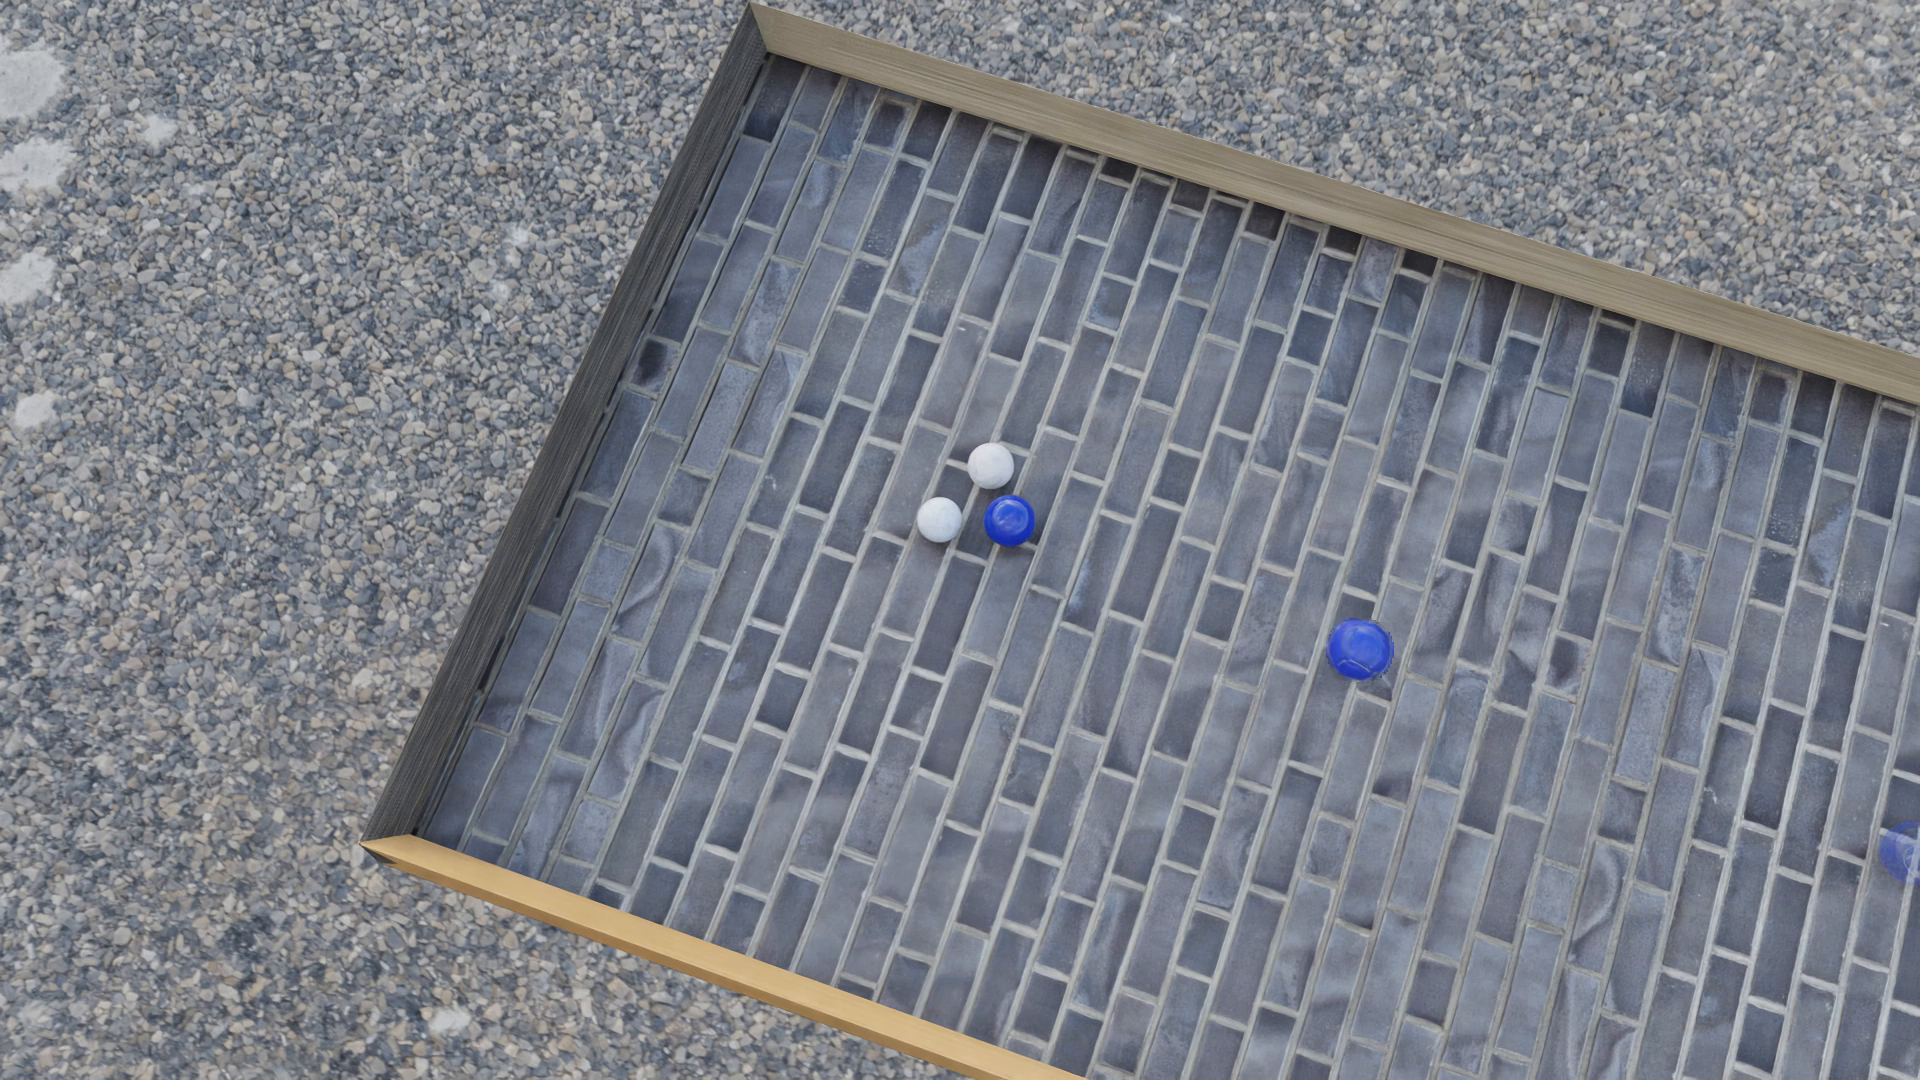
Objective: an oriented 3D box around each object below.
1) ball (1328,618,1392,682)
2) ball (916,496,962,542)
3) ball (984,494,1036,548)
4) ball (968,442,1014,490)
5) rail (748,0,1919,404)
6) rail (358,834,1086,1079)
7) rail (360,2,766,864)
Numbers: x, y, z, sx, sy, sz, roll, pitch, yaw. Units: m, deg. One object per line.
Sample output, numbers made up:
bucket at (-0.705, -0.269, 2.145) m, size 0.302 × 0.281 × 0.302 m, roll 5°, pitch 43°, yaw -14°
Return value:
ball at (0.616, 0.170, 3.387) m, size 0.096 × 0.096 × 0.096 m, roll 0°, pitch 69°, yaw 0°
ball at (-0.032, -0.032, 3.477) m, size 0.072 × 0.072 × 0.072 m, roll 0°, pitch 69°, yaw 0°
ball at (0.078, -0.030, 3.471) m, size 0.083 × 0.083 × 0.083 m, roll 0°, pitch 69°, yaw 0°
ball at (0.049, -0.118, 3.509) m, size 0.075 × 0.075 × 0.075 m, roll 0°, pitch 69°, yaw 0°
rail at (0.868, -0.461, 3.613) m, size 2.621 × 0.125 × 0.045 m, roll 18°, pitch 70°, yaw 7°
rail at (0.366, 0.853, 3.107) m, size 2.621 × 0.125 × 0.045 m, roll 18°, pitch 70°, yaw 7°
rail at (-0.595, -0.207, 3.515) m, size 0.045 × 0.125 × 1.543 m, roll 18°, pitch 70°, yaw 7°
